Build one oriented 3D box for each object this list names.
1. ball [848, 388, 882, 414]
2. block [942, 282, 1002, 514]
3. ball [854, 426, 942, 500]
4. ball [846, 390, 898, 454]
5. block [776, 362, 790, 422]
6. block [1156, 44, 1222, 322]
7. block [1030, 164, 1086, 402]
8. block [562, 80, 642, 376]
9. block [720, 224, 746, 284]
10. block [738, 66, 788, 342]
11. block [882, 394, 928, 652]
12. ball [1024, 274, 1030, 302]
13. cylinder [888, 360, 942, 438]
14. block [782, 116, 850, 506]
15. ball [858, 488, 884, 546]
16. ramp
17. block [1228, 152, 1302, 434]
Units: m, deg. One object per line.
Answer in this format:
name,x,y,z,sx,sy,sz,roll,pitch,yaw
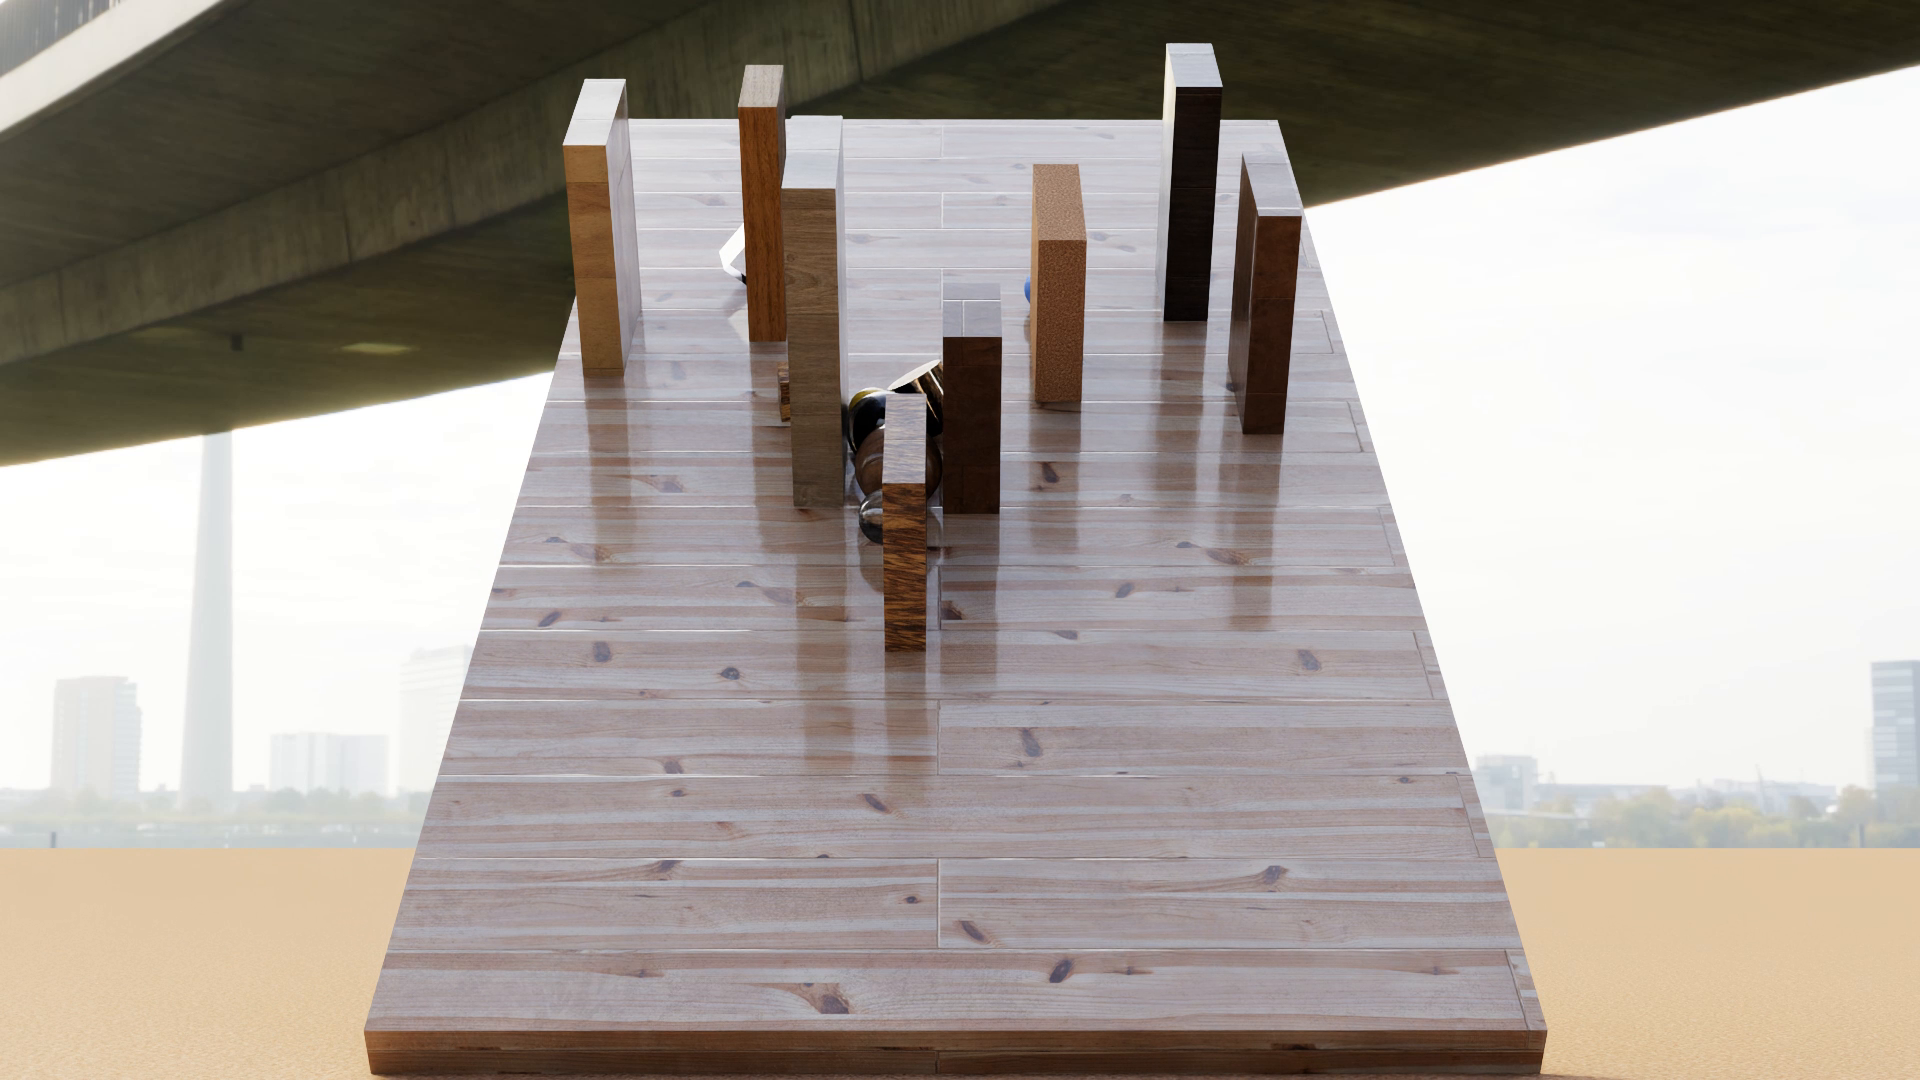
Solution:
ball,-0.208,-0.305,5.831,0.117,0.117,0.117,0,-7,0
block,0.026,-0.321,5.543,0.129,0.451,0.266,0,32,0
ball,-0.139,-0.166,5.530,0.200,0.200,0.200,0,-7,0
ball,-0.175,-0.257,5.694,0.181,0.181,0.181,0,-7,0
block,-0.385,-0.362,5.930,0.107,0.107,0.107,-4,32,-7
block,0.588,-0.922,6.325,0.115,0.645,0.297,0,32,0
block,0.241,-0.643,6.075,0.114,0.434,0.449,0,32,0
block,-0.889,-0.783,6.118,0.101,0.617,0.420,0,32,0
block,-0.553,-0.753,6.503,0.114,0.114,0.114,34,19,-29
block,-0.493,-0.852,6.212,0.094,0.638,0.277,0,32,0
block,-0.114,-0.039,5.131,0.085,0.408,0.371,0,32,0
ball,0.225,-0.657,6.398,0.115,0.115,0.115,0,-7,0
cylinder,-0.074,-0.330,5.796,0.143,0.143,0.143,-28,12,7
block,-0.322,-0.515,5.537,0.114,0.784,0.399,0,32,0
ball,-0.163,-0.052,5.416,0.127,0.127,0.127,0,-7,0
ramp,-0.015,-0.190,5.852,2.000,0.100,4.000,0,32,0
block,0.727,-0.594,5.871,0.098,0.570,0.372,0,32,0
